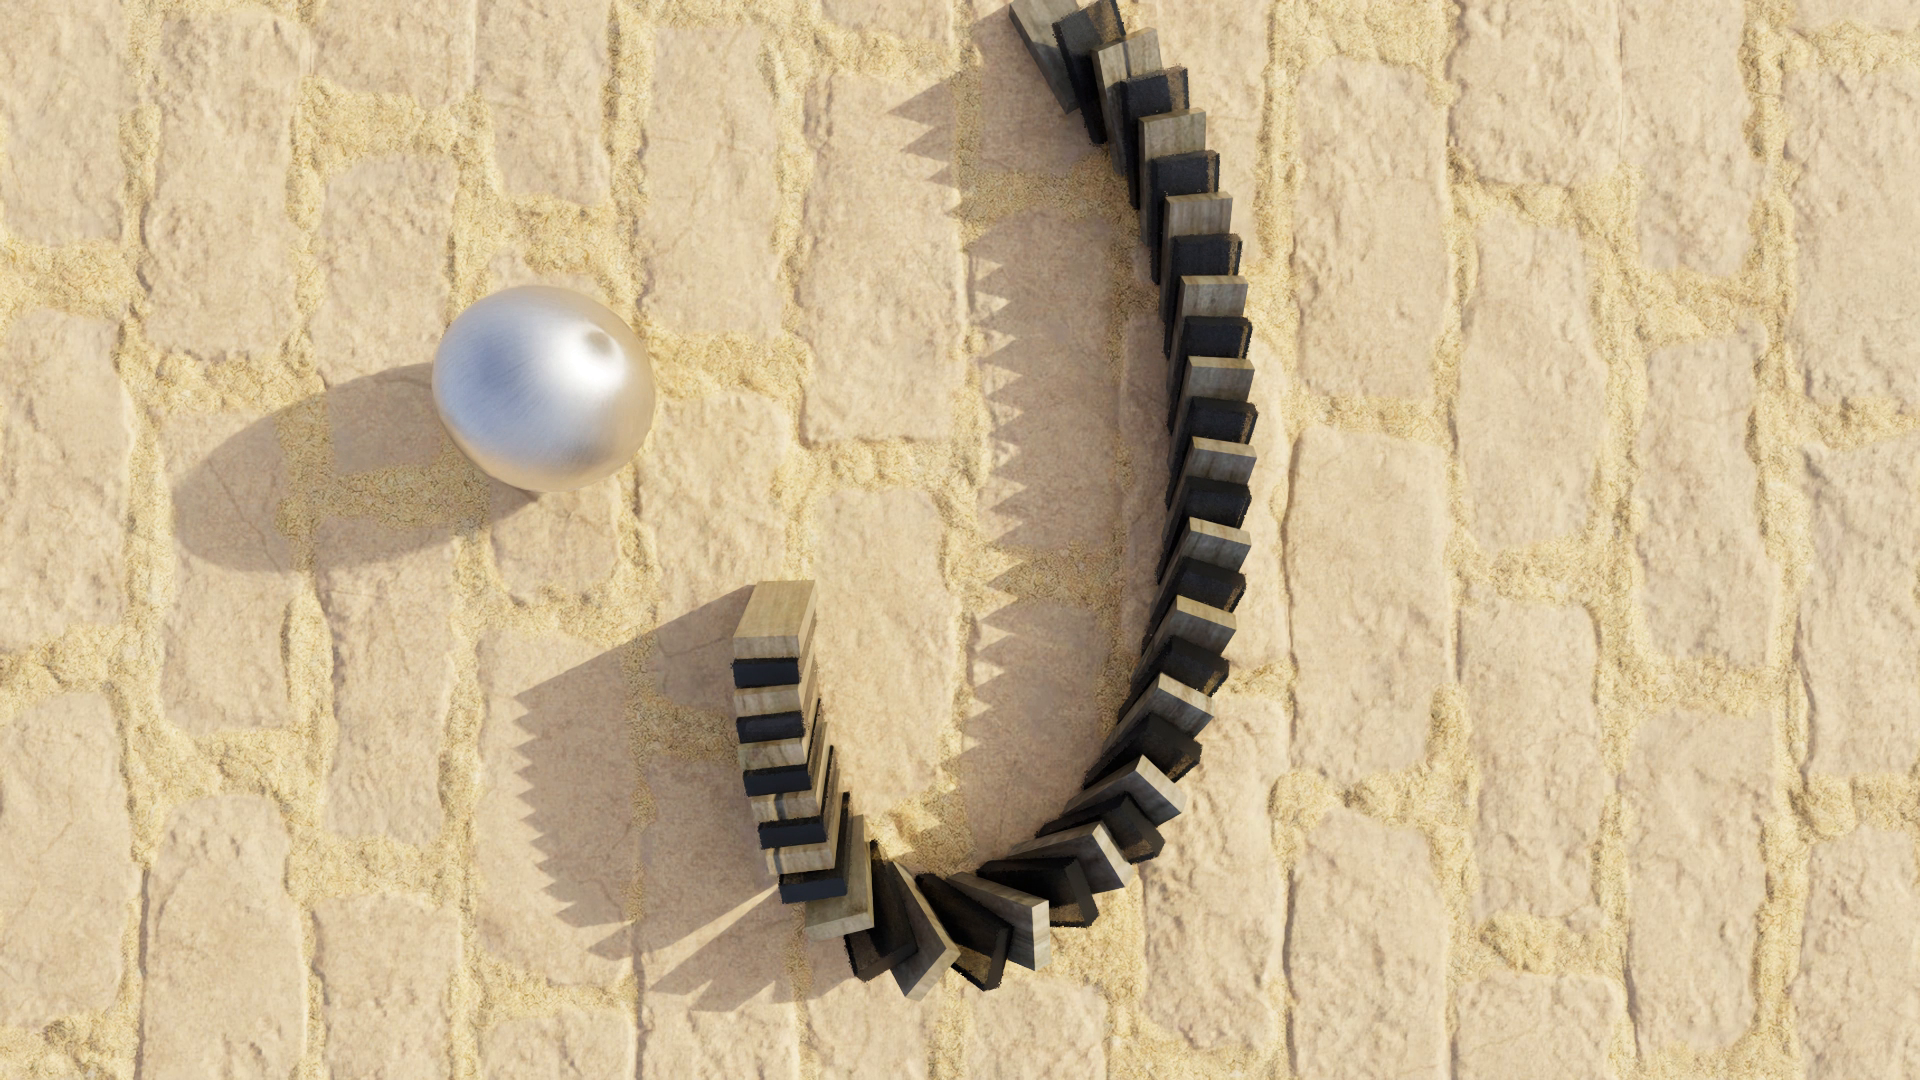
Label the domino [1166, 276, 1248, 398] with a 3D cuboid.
[{"bbox_3d":[0.102,-0.084,0.382,0.025,0.010,0.050,-1,126,0],"label":"domino"}]

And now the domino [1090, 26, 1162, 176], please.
[{"bbox_3d":[0.073,-0.182,0.381,0.025,0.009,0.050,-22,126,-1],"label":"domino"}]

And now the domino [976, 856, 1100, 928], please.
[{"bbox_3d":[0.031,0.146,0.380,0.050,0.009,0.025,-21,90,43],"label":"domino"}]

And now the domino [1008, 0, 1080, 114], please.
[{"bbox_3d":[0.045,-0.213,0.395,0.025,0.010,0.050,-30,90,0],"label":"domino"}]

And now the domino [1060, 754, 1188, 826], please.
[{"bbox_3d":[0.067,0.111,0.380,0.025,0.009,0.050,43,130,0],"label":"domino"}]

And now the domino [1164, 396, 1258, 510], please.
[{"bbox_3d":[0.104,-0.034,0.381,0.025,0.010,0.050,7,126,0],"label":"domino"}]

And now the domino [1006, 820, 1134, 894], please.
[{"bbox_3d":[0.045,0.135,0.380,0.050,0.009,0.025,-32,90,40],"label":"domino"}]

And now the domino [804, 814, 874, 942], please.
[{"bbox_3d":[-0.050,0.138,0.376,0.025,0.050,0.010,-14,121,0],"label":"domino"}]

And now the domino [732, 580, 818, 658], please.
[{"bbox_3d":[-0.075,0.032,0.375,0.025,0.050,0.009,-2,113,0],"label":"domino"}]

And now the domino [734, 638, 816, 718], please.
[{"bbox_3d":[-0.075,0.053,0.375,0.025,0.050,0.009,-6,113,0],"label":"domino"}]

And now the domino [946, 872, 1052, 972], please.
[{"bbox_3d":[0.015,0.156,0.379,0.009,0.050,0.025,-3,90,-43],"label":"domino"}]

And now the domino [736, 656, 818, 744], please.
[{"bbox_3d":[-0.074,0.063,0.375,0.025,0.050,0.009,-6,113,0],"label":"domino"}]

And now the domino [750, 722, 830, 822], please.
[{"bbox_3d":[-0.068,0.094,0.375,0.025,0.050,0.009,-6,113,0],"label":"domino"}]

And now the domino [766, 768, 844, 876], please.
[{"bbox_3d":[-0.063,0.114,0.375,0.025,0.050,0.009,-6,113,0],"label":"domino"}]

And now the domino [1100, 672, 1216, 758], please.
[{"bbox_3d":[0.082,0.079,0.381,0.025,0.010,0.050,28,127,0],"label":"domino"}]

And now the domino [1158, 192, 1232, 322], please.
[{"bbox_3d":[0.097,-0.117,0.382,0.025,0.010,0.050,-5,126,0],"label":"domino"}]

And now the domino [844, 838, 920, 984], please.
[{"bbox_3d":[-0.037,0.152,0.378,0.025,0.050,0.010,-31,131,0],"label":"domino"}]

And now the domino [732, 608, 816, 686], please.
[{"bbox_3d":[-0.075,0.042,0.375,0.025,0.050,0.010,-2,113,0],"label":"domino"}]

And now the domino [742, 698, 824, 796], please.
[{"bbox_3d":[-0.071,0.084,0.375,0.025,0.050,0.009,-6,113,0],"label":"domino"}]

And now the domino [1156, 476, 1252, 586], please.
[{"bbox_3d":[0.101,-0.001,0.381,0.025,0.009,0.050,9,126,0],"label":"domino"}]

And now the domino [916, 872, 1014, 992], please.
[{"bbox_3d":[-0.002,0.161,0.379,0.010,0.050,0.025,14,90,-45],"label":"domino"}]

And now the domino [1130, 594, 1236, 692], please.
[{"bbox_3d":[0.092,0.048,0.381,0.025,0.009,0.050,19,127,0],"label":"domino"}]

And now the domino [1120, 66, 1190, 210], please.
[{"bbox_3d":[0.082,-0.167,0.381,0.025,0.010,0.050,-15,126,-1],"label":"domino"}]

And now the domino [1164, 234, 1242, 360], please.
[{"bbox_3d":[0.100,-0.100,0.382,0.025,0.010,0.050,-3,126,0],"label":"domino"}]

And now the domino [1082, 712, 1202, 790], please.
[{"bbox_3d":[0.075,0.095,0.381,0.025,0.010,0.050,33,128,0],"label":"domino"}]

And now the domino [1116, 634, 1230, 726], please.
[{"bbox_3d":[0.088,0.064,0.381,0.025,0.009,0.050,25,127,0],"label":"domino"}]

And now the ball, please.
[{"bbox_3d":[-0.161,-0.059,0.360,0.080,0.080,0.080,0,90,0],"label":"ball"}]

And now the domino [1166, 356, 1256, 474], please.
[{"bbox_3d":[0.104,-0.051,0.381,0.025,0.010,0.050,3,126,0],"label":"domino"}]

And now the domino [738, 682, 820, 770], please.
[{"bbox_3d":[-0.073,0.074,0.375,0.025,0.050,0.009,-6,113,0],"label":"domino"}]

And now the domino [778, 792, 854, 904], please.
[{"bbox_3d":[-0.058,0.125,0.375,0.025,0.050,0.010,-8,114,0],"label":"domino"}]

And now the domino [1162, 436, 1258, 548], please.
[{"bbox_3d":[0.103,-0.017,0.381,0.025,0.009,0.050,9,126,0],"label":"domino"}]

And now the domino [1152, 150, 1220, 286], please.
[{"bbox_3d":[0.093,-0.134,0.382,0.025,0.009,0.050,-8,126,0],"label":"domino"}]

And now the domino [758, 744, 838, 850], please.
[{"bbox_3d":[-0.065,0.104,0.375,0.025,0.050,0.009,-6,113,0],"label":"domino"}]

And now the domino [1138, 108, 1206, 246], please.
[{"bbox_3d":[0.088,-0.150,0.381,0.025,0.009,0.050,-11,126,-1],"label":"domino"}]

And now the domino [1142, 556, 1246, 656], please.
[{"bbox_3d":[0.096,0.032,0.381,0.025,0.010,0.050,17,127,0],"label":"domino"}]

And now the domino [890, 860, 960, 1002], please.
[{"bbox_3d":[-0.022,0.160,0.378,0.025,0.050,0.010,-49,129,0],"label":"domino"}]

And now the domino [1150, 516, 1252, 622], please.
[{"bbox_3d":[0.099,0.016,0.381,0.025,0.010,0.050,14,127,0],"label":"domino"}]

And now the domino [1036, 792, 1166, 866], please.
[{"bbox_3d":[0.057,0.124,0.380,0.050,0.010,0.025,-36,91,40],"label":"domino"}]

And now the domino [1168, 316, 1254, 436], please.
[{"bbox_3d":[0.103,-0.067,0.382,0.025,0.009,0.050,1,126,0],"label":"domino"}]

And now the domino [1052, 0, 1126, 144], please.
[{"bbox_3d":[0.060,-0.196,0.383,0.025,0.010,0.050,-28,120,0],"label":"domino"}]
